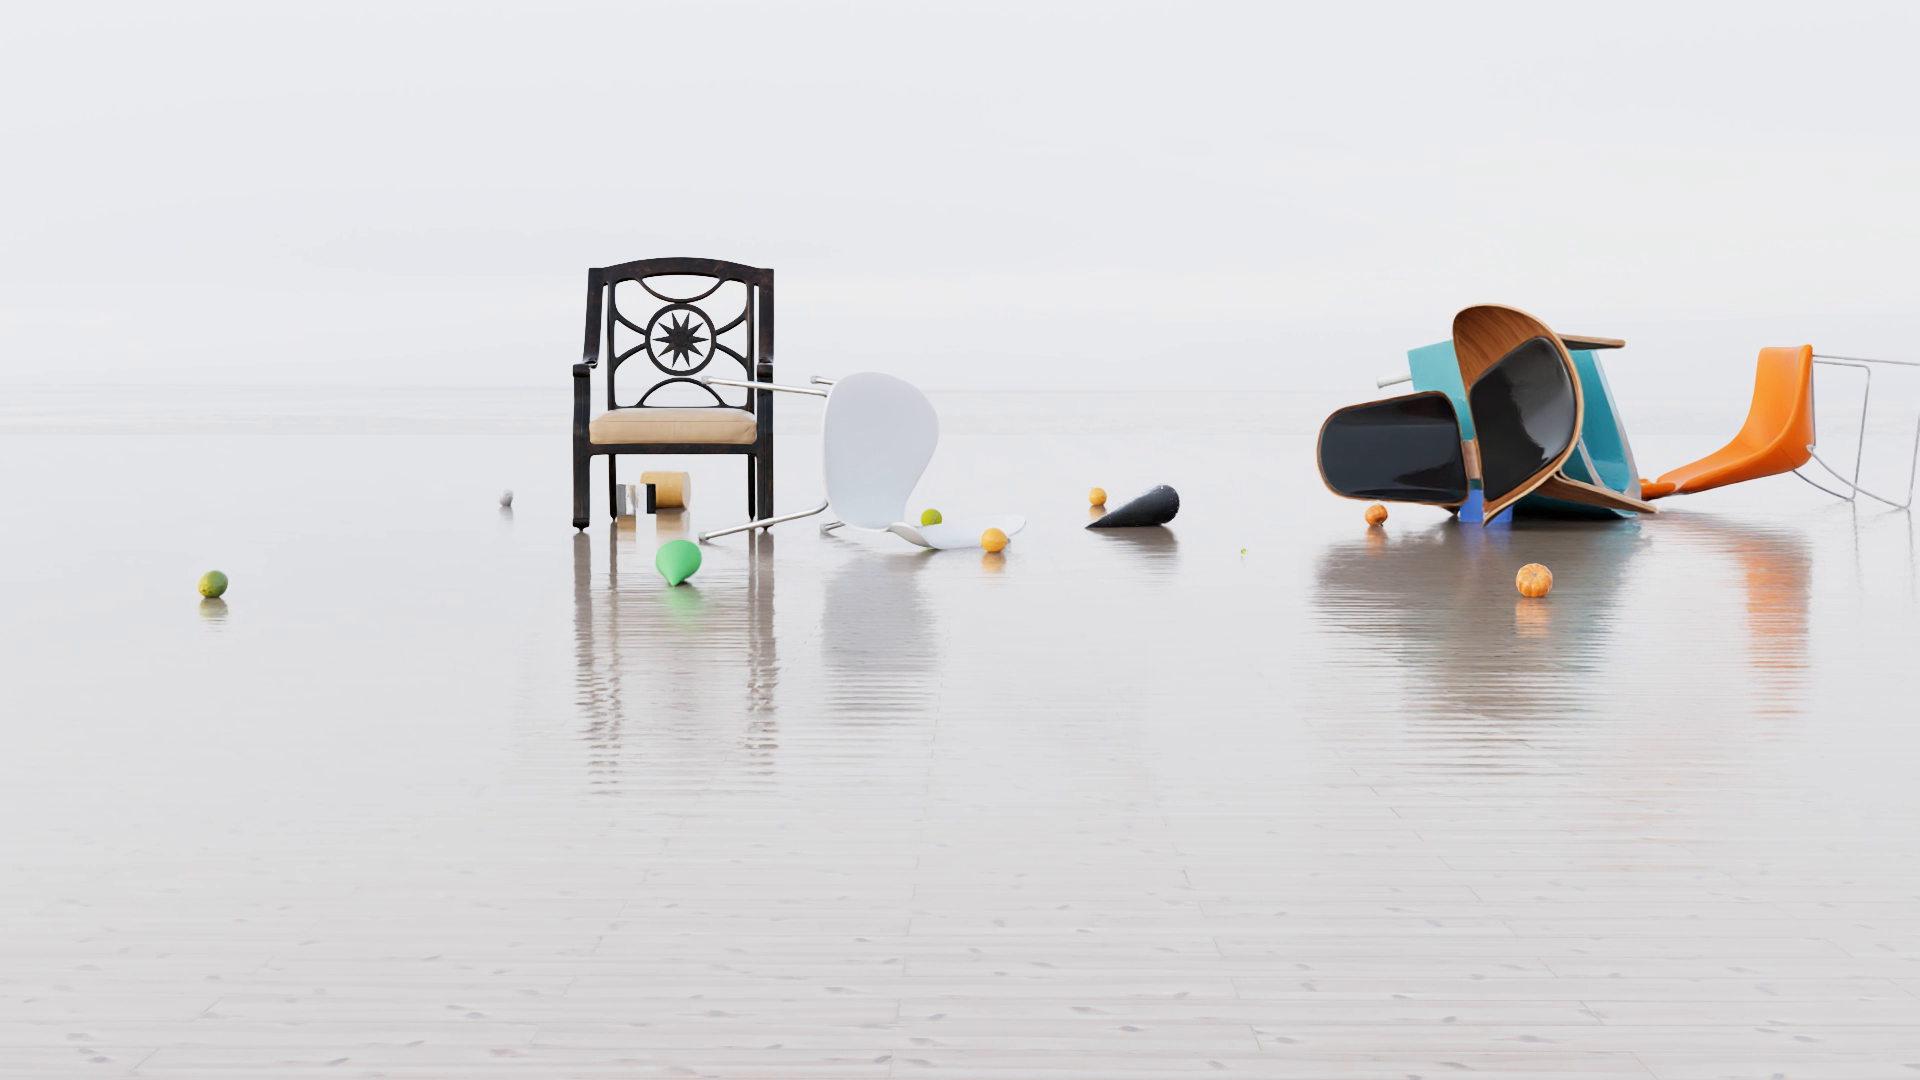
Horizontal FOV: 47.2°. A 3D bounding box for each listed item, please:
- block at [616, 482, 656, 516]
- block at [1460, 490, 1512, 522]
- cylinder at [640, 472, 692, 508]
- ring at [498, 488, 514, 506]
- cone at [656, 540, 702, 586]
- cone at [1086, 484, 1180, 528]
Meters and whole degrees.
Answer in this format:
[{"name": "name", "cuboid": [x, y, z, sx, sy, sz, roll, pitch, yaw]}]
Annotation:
[{"name": "block", "cuboid": [-1.160, -0.147, 7.879, 0.097, 0.110, 0.101, 3, 5, 36]}, {"name": "block", "cuboid": [1.792, -0.117, 7.486, 0.157, 0.105, 0.123, 2, 4, 22]}, {"name": "cylinder", "cuboid": [-1.110, -0.190, 8.291, 0.161, 0.138, 0.151, 0, -13, 6]}, {"name": "ring", "cuboid": [-1.743, -0.163, 8.447, 0.048, 0.068, 0.133, 14, -8, -9]}, {"name": "cone", "cuboid": [-0.657, 0.076, 5.083, 0.112, 0.098, 0.181, -21, 19, 5]}, {"name": "cone", "cuboid": [0.532, -0.078, 7.189, 0.317, 0.129, 0.217, -16, -5, -29]}]
